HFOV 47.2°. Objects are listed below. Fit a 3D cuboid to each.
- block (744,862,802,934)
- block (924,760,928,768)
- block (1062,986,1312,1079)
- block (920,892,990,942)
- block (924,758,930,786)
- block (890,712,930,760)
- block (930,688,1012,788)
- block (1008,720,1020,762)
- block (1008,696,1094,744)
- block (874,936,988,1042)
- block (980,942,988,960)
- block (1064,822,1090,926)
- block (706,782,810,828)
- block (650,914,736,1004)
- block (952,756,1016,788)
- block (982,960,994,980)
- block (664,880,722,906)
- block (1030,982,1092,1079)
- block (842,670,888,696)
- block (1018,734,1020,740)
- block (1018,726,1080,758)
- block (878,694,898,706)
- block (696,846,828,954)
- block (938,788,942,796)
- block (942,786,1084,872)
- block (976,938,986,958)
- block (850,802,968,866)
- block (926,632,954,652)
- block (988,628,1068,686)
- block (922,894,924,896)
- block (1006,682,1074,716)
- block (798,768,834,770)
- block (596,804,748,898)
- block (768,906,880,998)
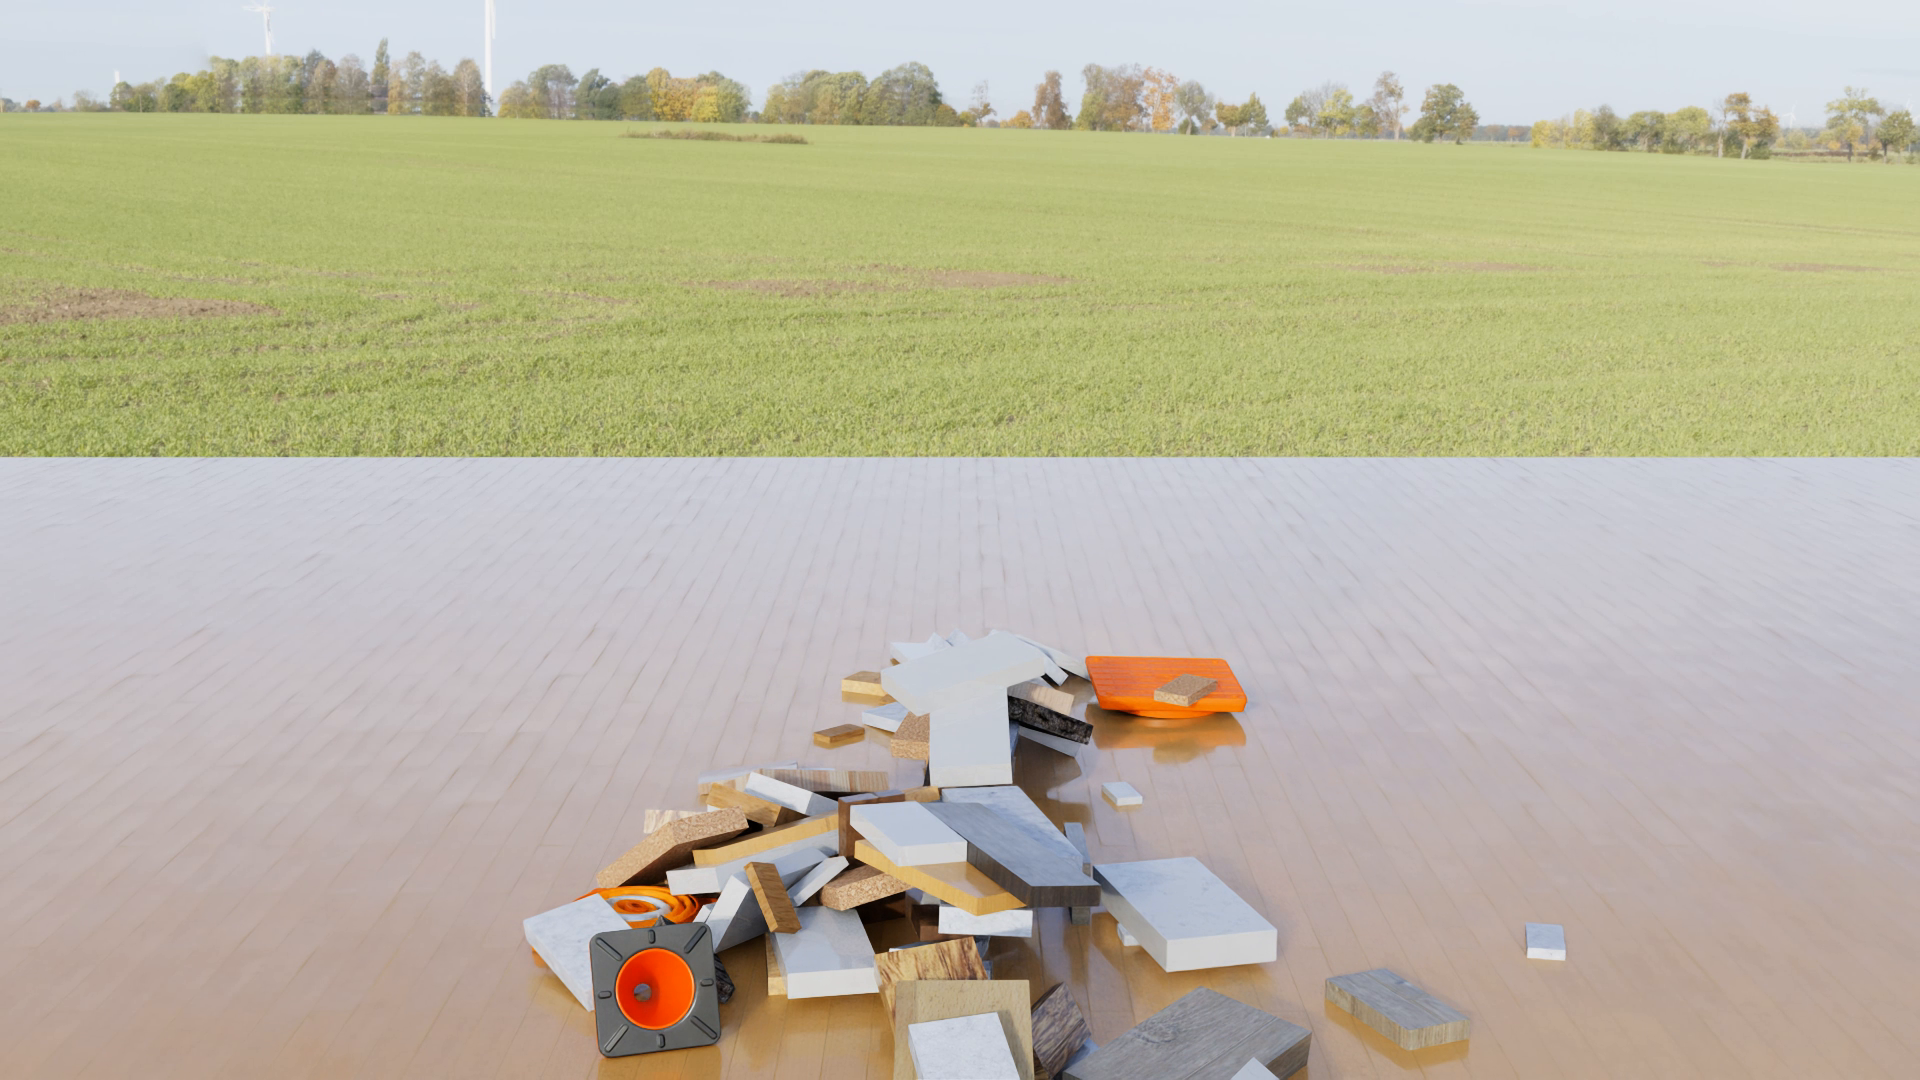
[{"bbox_3d":[-0.282,0.537,3.305,0.016,0.112,0.056,-39,-30,22],"label":"block"},{"bbox_3d":[-0.005,0.418,4.385,0.132,0.037,0.264,-1,19,-3],"label":"block"},{"bbox_3d":[0.302,0.695,2.898,0.176,0.050,0.352,17,18,33],"label":"block"},{"bbox_3d":[0.014,0.552,3.517,0.117,0.033,0.233,5,28,12],"label":"block"},{"bbox_3d":[0.008,0.424,4.190,0.132,0.037,0.264,7,30,3],"label":"block"},{"bbox_3d":[-0.041,0.370,4.411,0.132,0.037,0.264,4,19,13],"label":"block"},{"bbox_3d":[0.018,0.332,3.997,0.142,0.040,0.385,-3,24,1],"label":"block"},{"bbox_3d":[0.038,0.382,4.049,0.122,0.035,0.244,7,14,5],"label":"block"},{"bbox_3d":[0.130,0.339,4.262,0.142,0.040,0.283,13,-7,33],"label":"block"},{"bbox_3d":[-0.015,0.623,2.795,0.134,0.038,0.268,-8,35,-12],"label":"block"},{"bbox_3d":[0.011,0.636,3.385,0.048,0.014,0.095,2,11,12],"label":"block"},{"bbox_3d":[0.192,0.547,3.616,0.029,0.104,0.208,0,11,-1],"label":"block"},{"bbox_3d":[-0.315,0.478,3.801,0.136,0.039,0.273,16,-9,24],"label":"block"},{"bbox_3d":[-0.399,0.624,3.277,0.095,0.027,0.190,34,-1,-20],"label":"block"},{"bbox_3d":[0.030,0.470,3.975,0.122,0.035,0.244,6,30,3],"label":"block"},{"bbox_3d":[-0.023,0.607,3.038,0.134,0.038,0.268,0,-8,2],"label":"block"},{"bbox_3d":[-0.408,0.577,3.680,0.154,0.022,0.077,-6,12,-30],"label":"block"},{"bbox_3d":[0.121,0.659,2.944,0.023,0.081,0.163,-27,-2,25],"label":"block"},{"bbox_3d":[-0.165,0.330,4.998,0.186,0.026,0.093,5,12,26],"label":"block"},{"bbox_3d":[0.046,0.395,4.563,0.144,0.020,0.072,17,11,18],"label":"block"},{"bbox_3d":[0.153,0.372,4.579,0.138,0.039,0.275,23,5,-15],"label":"block"},{"bbox_3d":[-0.129,0.343,4.882,0.050,0.014,0.100,9,31,38],"label":"block"},{"bbox_3d":[-0.304,0.558,3.421,0.035,0.124,0.248,34,17,20],"label":"block"},{"bbox_3d":[0.012,0.438,4.095,0.122,0.035,0.244,7,30,4],"label":"block"},{"bbox_3d":[0.079,0.474,3.570,0.135,0.038,0.358,-1,12,-15],"label":"block"},{"bbox_3d":[0.004,0.633,3.330,0.048,0.014,0.095,4,24,17],"label":"block"},{"bbox_3d":[-0.081,0.451,3.390,0.110,0.031,0.220,-1,10,-22],"label":"block"},{"bbox_3d":[0.005,0.283,5.047,0.117,0.033,0.234,39,-2,-19],"label":"block"},{"bbox_3d":[0.154,0.273,5.113,0.109,0.031,0.219,43,-11,-27],"label":"block"},{"bbox_3d":[0.004,0.555,3.583,0.117,0.033,0.233,1,28,4],"label":"block"},{"bbox_3d":[0.129,0.308,4.365,0.142,0.040,0.283,17,-6,-6],"label":"block"},{"bbox_3d":[-0.280,0.473,4.239,0.078,0.022,0.157,-1,11,-4],"label":"block"},{"bbox_3d":[-0.473,0.510,3.599,0.138,0.039,0.275,-9,-19,-39],"label":"block"},{"bbox_3d":[-0.206,0.613,3.293,0.135,0.038,0.269,-2,11,-11],"label":"block"}]
